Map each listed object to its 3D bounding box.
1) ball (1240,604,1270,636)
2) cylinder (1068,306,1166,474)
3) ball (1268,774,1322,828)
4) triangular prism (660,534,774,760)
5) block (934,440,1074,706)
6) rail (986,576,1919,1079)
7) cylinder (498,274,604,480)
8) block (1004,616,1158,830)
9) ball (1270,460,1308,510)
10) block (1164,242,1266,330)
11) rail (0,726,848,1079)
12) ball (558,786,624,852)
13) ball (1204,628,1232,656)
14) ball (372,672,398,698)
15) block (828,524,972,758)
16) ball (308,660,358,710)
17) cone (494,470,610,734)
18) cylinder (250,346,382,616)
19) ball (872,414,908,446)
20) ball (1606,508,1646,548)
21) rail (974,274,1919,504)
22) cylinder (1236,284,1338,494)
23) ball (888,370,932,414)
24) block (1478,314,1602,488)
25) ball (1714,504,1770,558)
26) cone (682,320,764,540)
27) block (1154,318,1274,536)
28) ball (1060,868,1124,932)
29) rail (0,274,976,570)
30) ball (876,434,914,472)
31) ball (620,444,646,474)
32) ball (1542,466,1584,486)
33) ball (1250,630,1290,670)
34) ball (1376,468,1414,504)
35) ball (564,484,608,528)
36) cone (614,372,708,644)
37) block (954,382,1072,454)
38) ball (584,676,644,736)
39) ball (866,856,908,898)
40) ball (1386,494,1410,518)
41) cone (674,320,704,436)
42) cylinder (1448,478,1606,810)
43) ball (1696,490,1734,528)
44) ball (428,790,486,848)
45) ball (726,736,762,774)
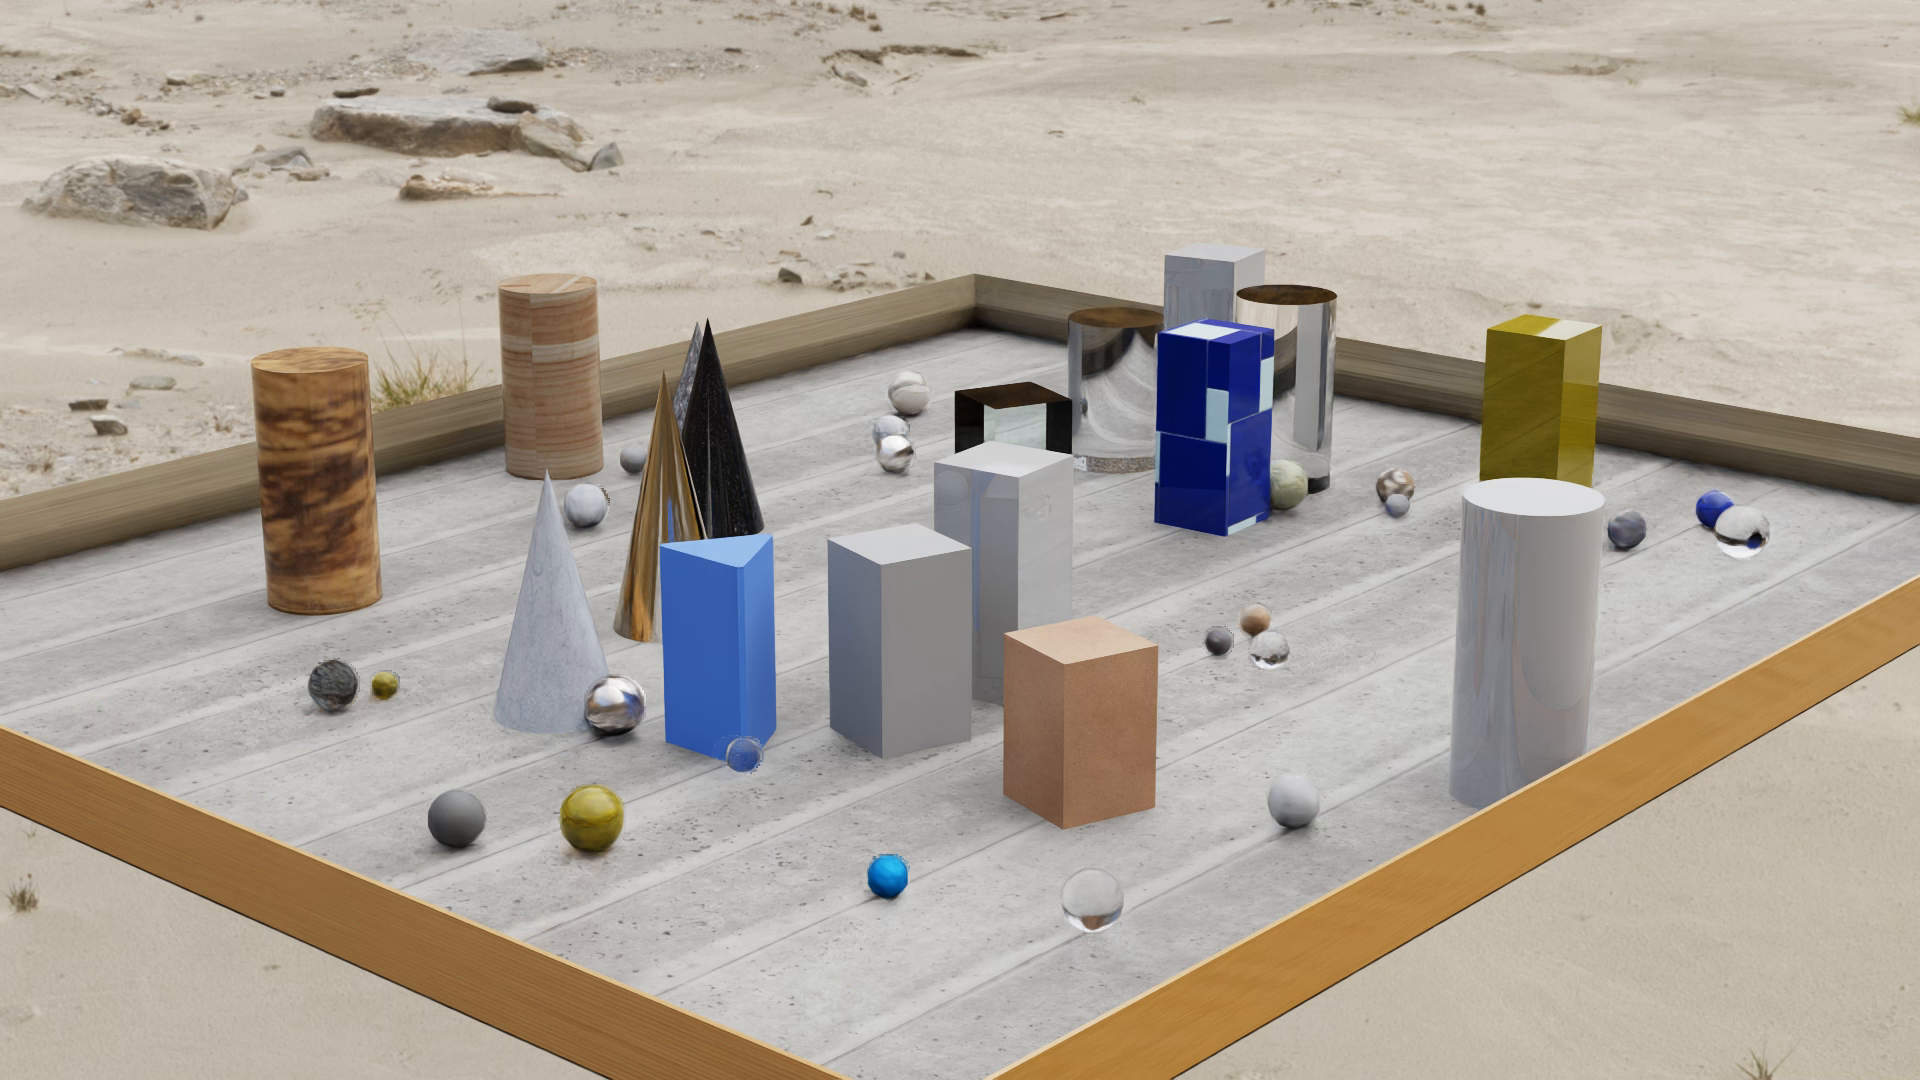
[{"bbox_3d":[0.495,0.134,4.916,0.052,0.052,0.052,0,17,0],"label":"ball"},{"bbox_3d":[0.316,-0.305,5.943,0.197,0.300,0.197,0,17,0],"label":"cylinder"},{"bbox_3d":[0.468,0.367,4.105,0.075,0.075,0.075,0,17,0],"label":"ball"},{"bbox_3d":[-0.333,0.156,4.398,0.170,0.310,0.147,14,22,39],"label":"triangular prism"},{"bbox_3d":[0.069,0.053,4.626,0.157,0.375,0.157,11,20,33],"label":"block"},{"bbox_3d":[1.030,0.290,4.264,0.045,0.128,3.300,14,22,39],"label":"rail"},{"bbox_3d":[-0.820,-0.328,5.882,0.197,0.380,0.197,0,17,0],"label":"cylinder"},{"bbox_3d":[0.170,0.257,4.173,0.157,0.245,0.157,-10,19,-30],"label":"block"},{"bbox_3d":[0.618,-0.106,5.614,0.098,0.098,0.098,0,17,0],"label":"ball"},{"bbox_3d":[0.529,-0.411,6.137,0.157,0.391,0.157,9,19,28],"label":"block"},{"bbox_3d":[-1.066,0.386,3.944,2.774,0.128,0.045,14,22,39],"label":"rail"},{"bbox_3d":[-0.506,0.383,4.025,0.090,0.090,0.090,0,17,0],"label":"ball"},{"bbox_3d":[0.424,0.167,4.819,0.045,0.045,0.045,0,17,0],"label":"ball"},{"bbox_3d":[-0.906,0.229,4.620,0.042,0.042,0.042,0,17,0],"label":"ball"},{"bbox_3d":[-0.091,0.150,4.429,0.157,0.303,0.157,-10,20,-31],"label":"block"},{"bbox_3d":[-0.977,0.226,4.570,0.076,0.076,0.076,0,17,0],"label":"ball"},{"bbox_3d":[-0.627,0.079,4.508,0.197,0.392,0.197,0,17,0],"label":"cone"},{"bbox_3d":[-1.108,-0.103,5.054,0.197,0.427,0.197,0,17,0],"label":"cylinder"},{"bbox_3d":[-0.144,-0.220,6.050,0.076,0.076,0.076,0,17,0],"label":"ball"},{"bbox_3d":[1.227,-0.021,5.396,0.072,0.072,0.072,0,17,0],"label":"ball"},{"bbox_3d":[1.066,-0.322,6.296,2.774,0.128,0.045,14,22,39],"label":"rail"},{"bbox_3d":[0.637,-0.297,5.775,0.197,0.381,0.197,0,17,0],"label":"cylinder"},{"bbox_3d":[-0.109,-0.320,6.349,0.094,0.094,0.094,0,17,0],"label":"ball"},{"bbox_3d":[1.083,-0.211,5.486,0.157,0.384,0.157,12,21,35],"label":"block"},{"bbox_3d":[1.423,-0.016,5.334,0.098,0.098,0.098,0,17,0],"label":"ball"},{"bbox_3d":[-0.466,-0.219,5.476,0.197,0.405,0.197,0,17,0],"label":"cone"},{"bbox_3d":[0.479,-0.214,5.524,0.157,0.368,0.157,12,21,35],"label":"block"},{"bbox_3d":[0.170,0.463,3.772,0.083,0.083,0.083,0,17,0],"label":"ball"},{"bbox_3d":[-1.030,-0.226,5.976,0.045,0.128,3.300,14,22,39],"label":"rail"},{"bbox_3d":[-0.132,-0.173,5.894,0.077,0.077,0.077,0,17,0],"label":"ball"},{"bbox_3d":[-0.652,-0.162,5.862,0.058,0.058,0.058,0,17,0],"label":"ball"},{"bbox_3d":[1.157,-0.100,5.640,0.083,0.083,0.083,0,17,0],"label":"ball"},{"bbox_3d":[0.501,0.178,4.749,0.064,0.064,0.064,0,17,0],"label":"ball"},{"bbox_3d":[0.841,-0.102,5.662,0.074,0.074,0.074,0,17,0],"label":"ball"},{"bbox_3d":[-0.705,-0.065,5.522,0.083,0.083,0.083,0,17,0],"label":"ball"},{"bbox_3d":[-0.490,-0.070,4.908,0.197,0.447,0.197,0,17,0],"label":"cone"},{"bbox_3d":[0.096,-0.121,5.341,0.157,0.295,0.157,-8,19,-26],"label":"block"},{"bbox_3d":[-0.525,0.252,4.458,0.090,0.090,0.090,0,17,0],"label":"ball"},{"bbox_3d":[-0.096,0.445,3.878,0.055,0.055,0.055,0,17,0],"label":"ball"},{"bbox_3d":[0.834,-0.066,5.590,0.047,0.047,0.047,0,17,0],"label":"ball"},{"bbox_3d":[-0.520,-0.284,5.849,0.197,0.315,0.197,0,17,0],"label":"cone"},{"bbox_3d":[0.806,0.151,4.184,0.197,0.443,0.197,0,17,0],"label":"cylinder"},{"bbox_3d":[1.421,-0.058,5.519,0.071,0.071,0.071,0,17,0],"label":"ball"},{"bbox_3d":[-0.694,0.384,4.041,0.079,0.079,0.079,0,17,0],"label":"ball"},{"bbox_3d":[-0.317,0.315,4.296,0.053,0.053,0.053,0,17,0],"label":"ball"}]
